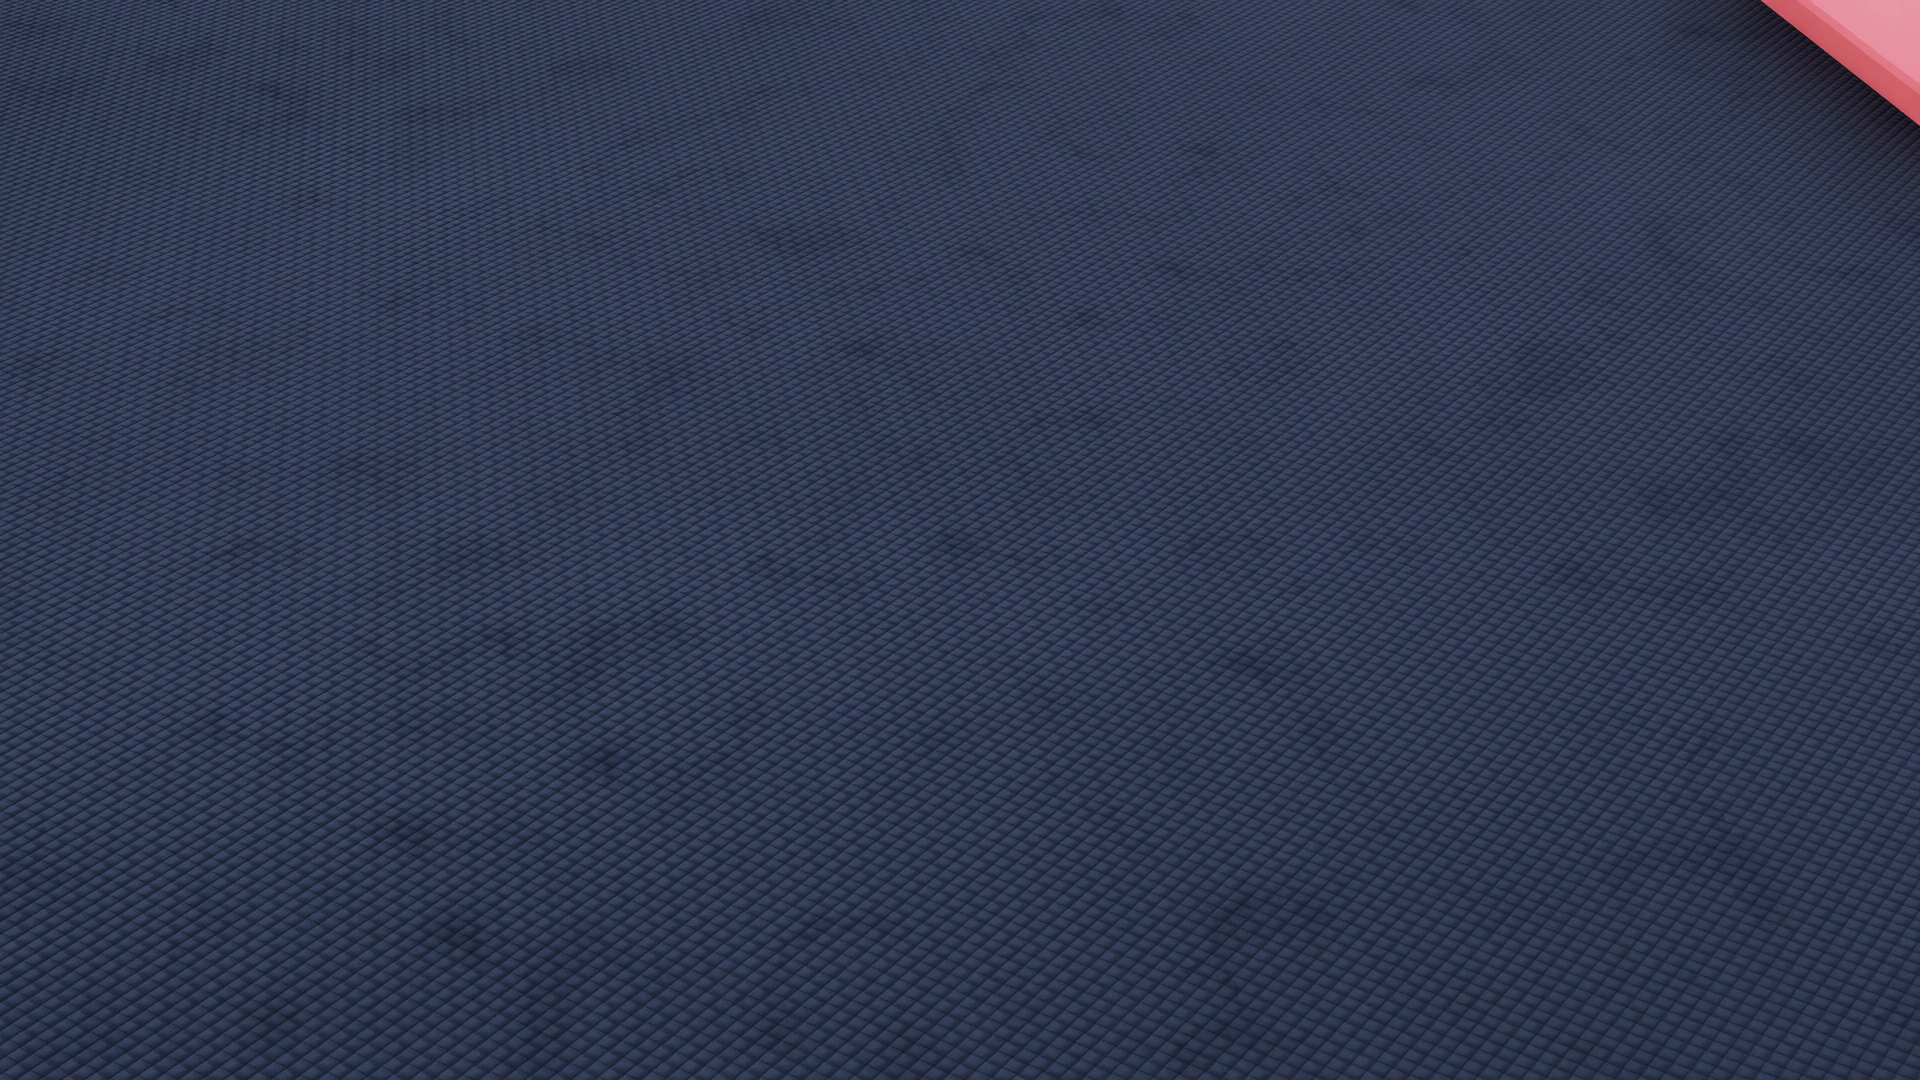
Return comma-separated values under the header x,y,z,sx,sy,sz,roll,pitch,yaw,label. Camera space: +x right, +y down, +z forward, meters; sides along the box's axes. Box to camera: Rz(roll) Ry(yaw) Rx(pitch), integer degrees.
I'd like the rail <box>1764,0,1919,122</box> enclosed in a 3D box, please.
x,y,z,sx,sy,sz,roll,pitch,yaw,label
0.735,-0.528,2.664,0.045,0.117,3.576,-5,29,-8,rail
